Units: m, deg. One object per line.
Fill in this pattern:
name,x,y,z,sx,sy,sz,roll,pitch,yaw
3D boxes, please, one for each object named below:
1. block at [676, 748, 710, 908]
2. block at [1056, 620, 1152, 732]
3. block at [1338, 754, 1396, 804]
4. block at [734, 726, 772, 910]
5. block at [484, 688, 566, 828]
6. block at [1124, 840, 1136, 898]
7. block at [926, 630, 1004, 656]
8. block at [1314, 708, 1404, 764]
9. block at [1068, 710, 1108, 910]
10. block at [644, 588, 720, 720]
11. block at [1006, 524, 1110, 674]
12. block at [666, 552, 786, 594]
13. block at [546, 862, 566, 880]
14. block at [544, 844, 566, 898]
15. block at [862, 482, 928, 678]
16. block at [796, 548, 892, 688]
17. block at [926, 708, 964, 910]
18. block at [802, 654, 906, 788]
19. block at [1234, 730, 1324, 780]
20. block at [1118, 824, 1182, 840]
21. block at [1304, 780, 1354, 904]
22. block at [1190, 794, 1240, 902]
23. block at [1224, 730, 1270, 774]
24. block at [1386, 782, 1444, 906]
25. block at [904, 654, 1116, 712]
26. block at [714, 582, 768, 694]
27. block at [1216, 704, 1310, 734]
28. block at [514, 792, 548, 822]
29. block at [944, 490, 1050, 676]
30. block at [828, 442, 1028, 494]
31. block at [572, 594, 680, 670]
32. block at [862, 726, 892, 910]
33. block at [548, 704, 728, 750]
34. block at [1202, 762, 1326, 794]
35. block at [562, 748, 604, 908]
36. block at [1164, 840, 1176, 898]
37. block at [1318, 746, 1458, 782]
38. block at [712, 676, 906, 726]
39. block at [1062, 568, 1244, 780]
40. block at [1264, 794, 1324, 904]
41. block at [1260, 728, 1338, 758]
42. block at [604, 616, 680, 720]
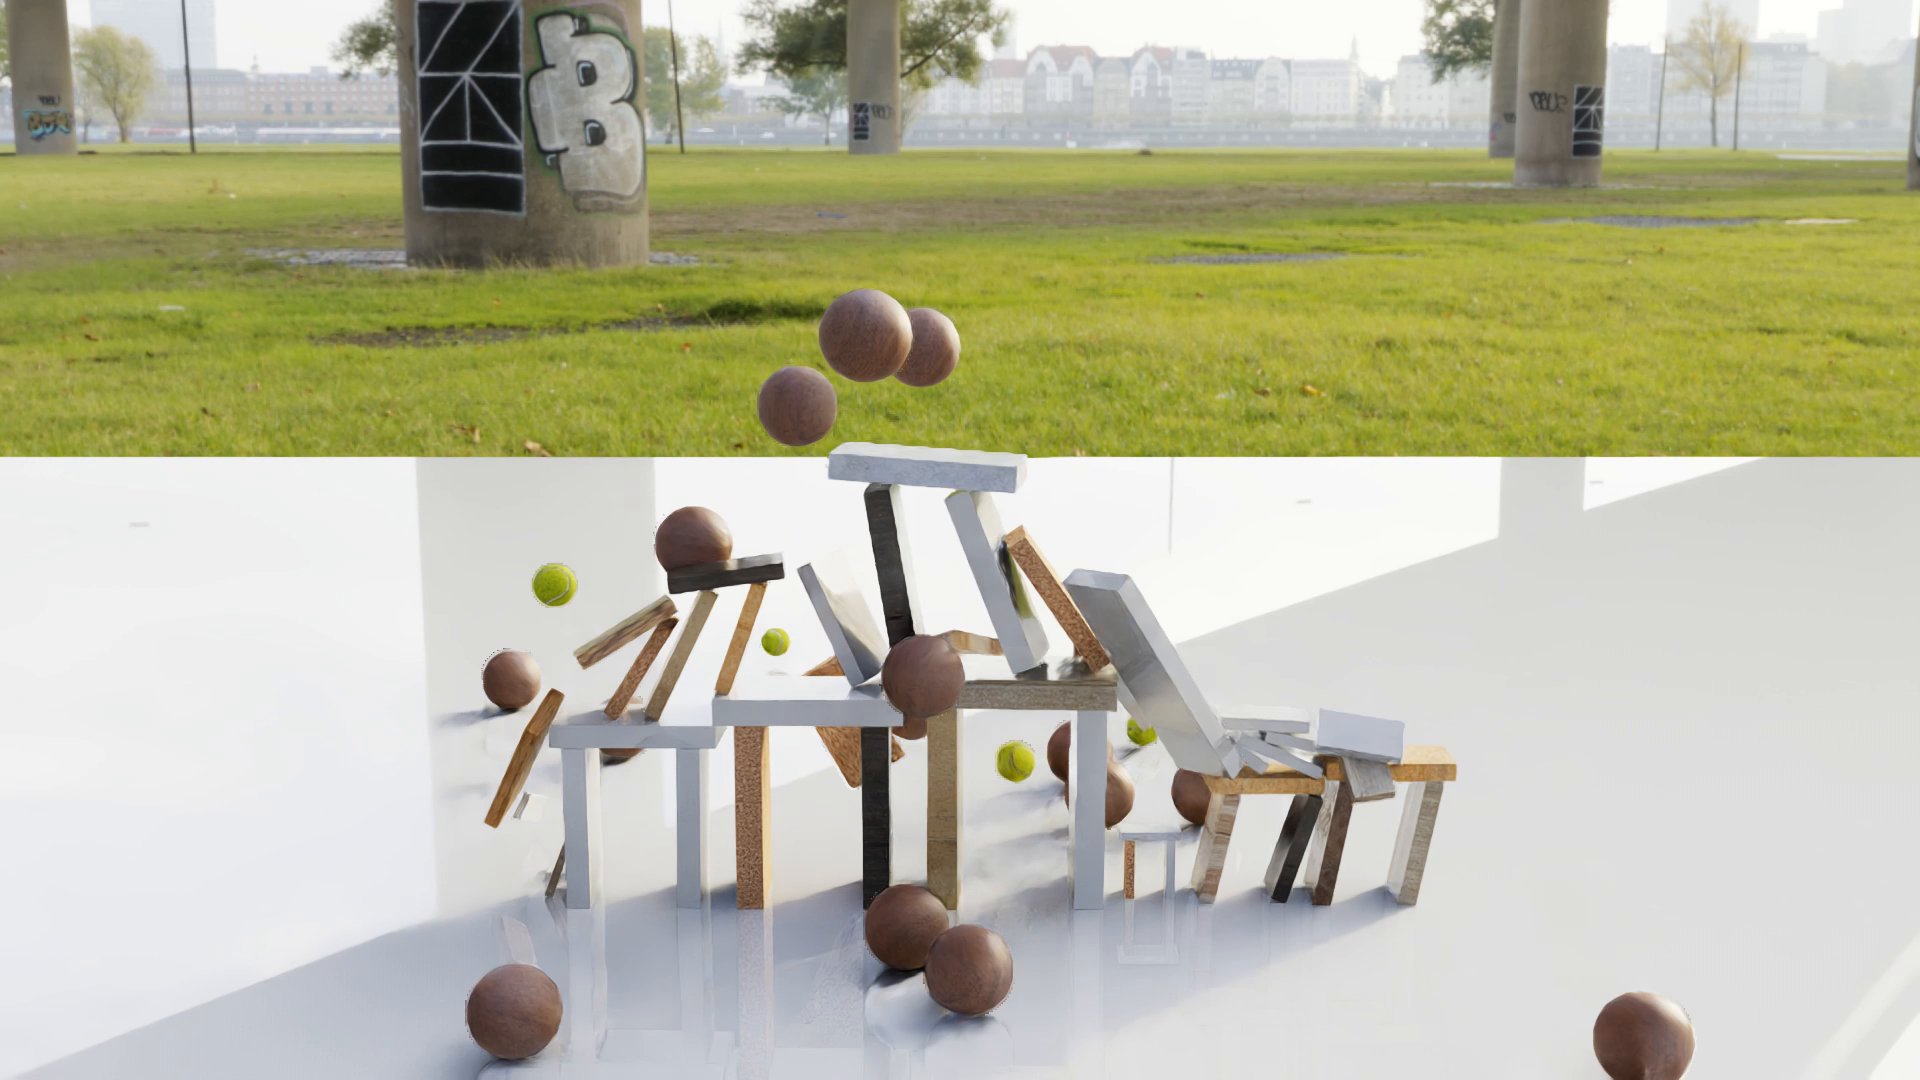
block,-0.442,0.458,3.640,0.038,0.270,0.135,1,11,0
block,0.267,0.194,3.693,0.035,0.248,0.124,-32,-12,-29
block,0.653,0.357,3.562,0.069,0.020,0.138,-8,55,-6
block,-0.342,0.438,3.643,0.044,0.309,0.154,0,11,0
block,-0.725,0.366,3.649,0.025,0.377,0.089,30,53,-4
block,0.282,0.541,3.660,0.014,0.100,0.050,0,11,0
block,-0.018,0.199,3.896,0.108,0.030,0.215,13,-17,-27
block,0.648,0.318,3.565,0.138,0.020,0.069,8,55,6
block,0.211,0.421,3.645,0.048,0.340,0.170,0,10,-1
block,-0.455,0.177,3.602,0.027,0.231,0.094,25,7,-9
block,0.160,0.094,3.593,0.035,0.248,0.124,-34,9,5
block,-0.378,0.054,3.566,0.187,0.027,0.094,-8,11,-4
block,-0.675,0.563,3.779,0.048,0.014,0.095,1,11,6
block,-0.667,0.543,3.665,0.014,0.095,0.048,20,10,-5
block,-0.103,0.057,3.585,0.043,0.304,0.152,-9,10,5
block,-0.189,0.127,3.643,0.030,0.215,0.108,-23,3,28
block,-0.023,0.421,3.648,0.048,0.340,0.170,1,11,4
block,-0.198,0.315,3.853,0.108,0.215,0.030,-33,8,-18
block,0.525,0.346,3.622,0.146,0.021,0.073,24,12,-1
block,0.315,0.485,3.650,0.100,0.014,0.050,0,11,0
block,0.613,0.487,3.646,0.030,0.210,0.105,10,10,-2
block,0.423,0.499,3.652,0.026,0.185,0.092,12,10,-5
block,0.435,0.321,3.636,0.175,0.021,0.073,36,11,2
block,0.754,0.487,3.646,0.030,0.210,0.105,10,10,-2
block,0.085,0.232,3.598,0.340,0.048,0.170,1,11,4
block,-0.355,0.151,3.592,0.027,0.187,0.094,20,10,-4
block,0.497,0.293,3.611,0.146,0.021,0.073,3,13,0
block,-0.769,0.479,3.941,0.014,0.048,0.095,22,-5,12
block,0.062,0.057,3.589,0.043,0.304,0.152,-20,5,13
block,-0.050,-0.119,3.577,0.304,0.043,0.152,4,10,7
block,-0.540,0.148,3.549,0.177,0.025,0.089,-32,9,-10
block,-0.137,0.438,3.643,0.044,0.309,0.154,0,11,0
block,-0.526,0.306,3.615,0.270,0.038,0.135,0,11,2
block,0.502,0.394,3.639,0.184,0.026,0.092,0,10,-4
block,-0.624,0.458,3.640,0.038,0.270,0.135,0,11,0
block,0.348,0.541,3.660,0.014,0.100,0.050,0,11,0
block,0.702,0.368,3.624,0.210,0.030,0.105,0,11,1
block,-0.244,0.264,3.611,0.309,0.044,0.154,0,11,1
block,0.312,0.217,3.520,0.124,0.426,0.035,7,48,49
block,0.553,0.500,3.651,0.026,0.184,0.092,18,10,-3
block,0.565,0.327,3.621,0.138,0.020,0.069,12,13,-4
block,-0.522,0.205,3.604,0.025,0.177,0.089,32,10,-5
